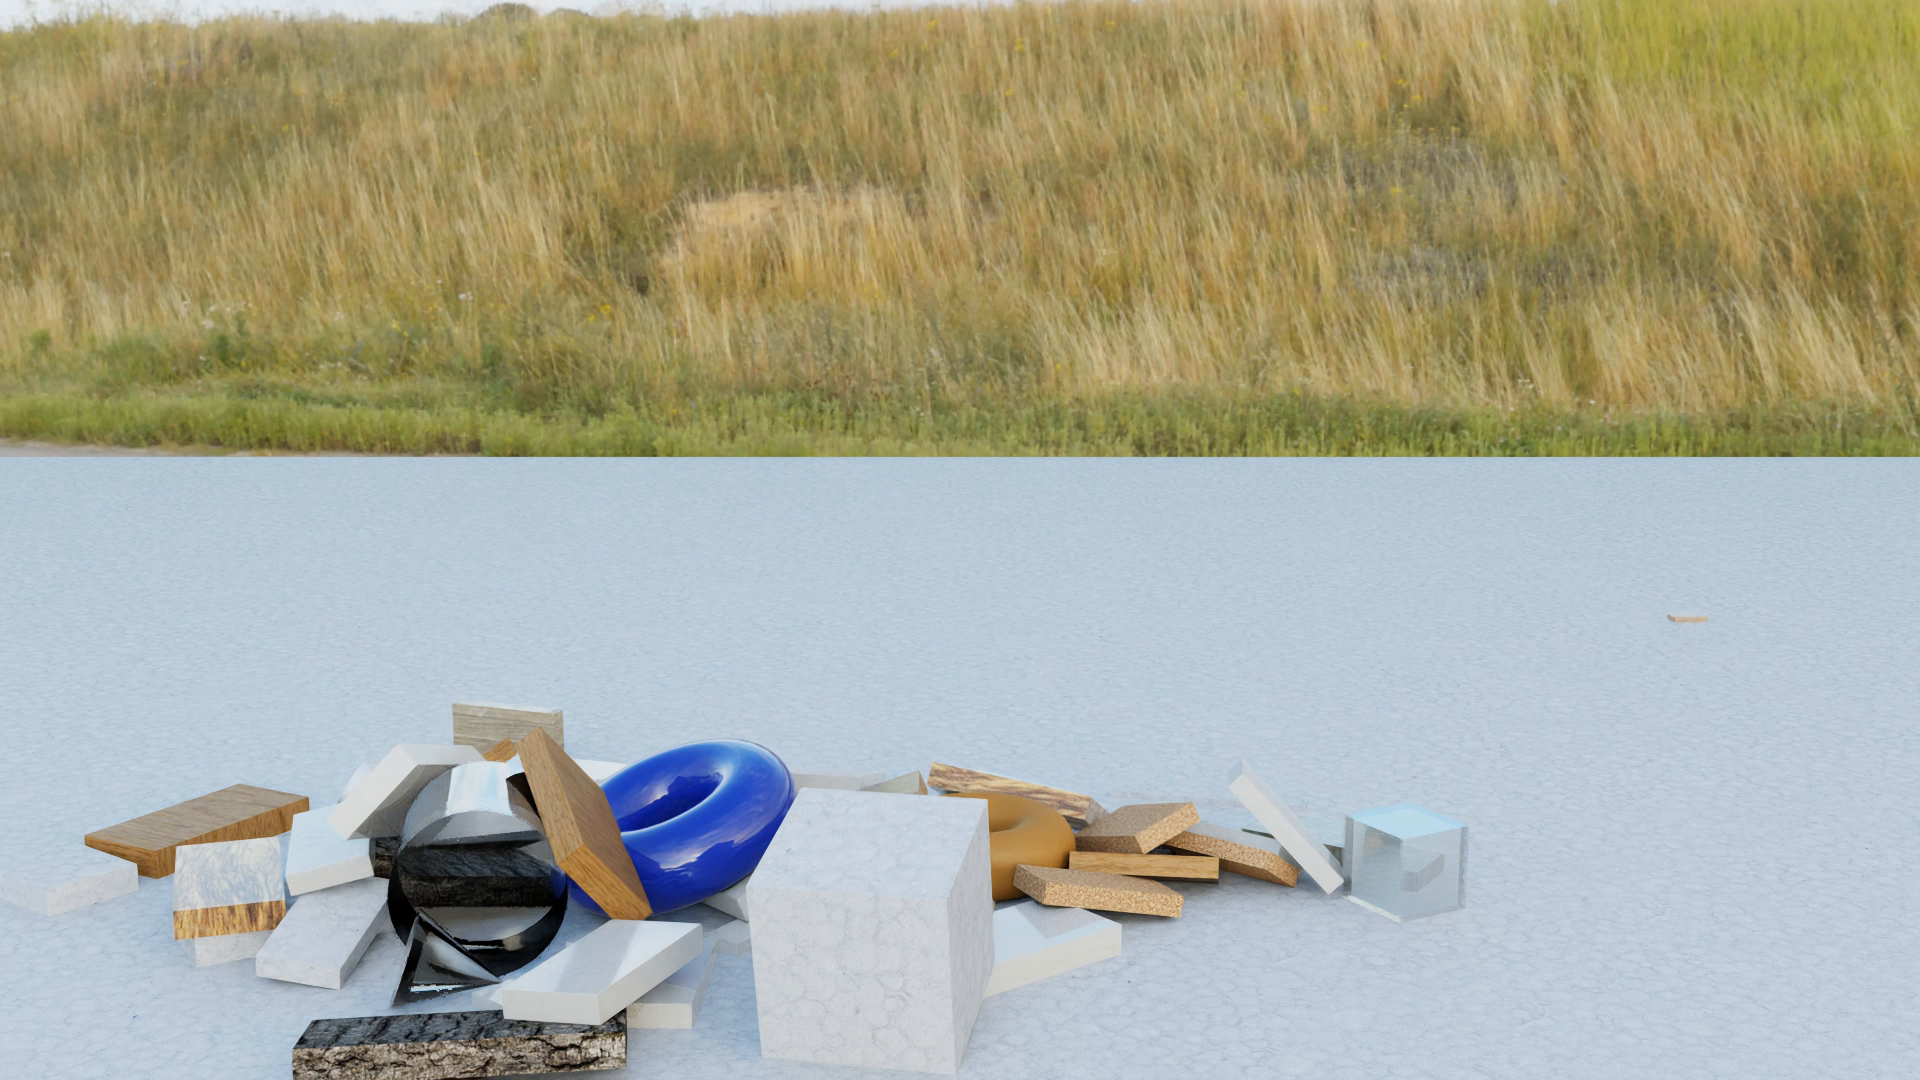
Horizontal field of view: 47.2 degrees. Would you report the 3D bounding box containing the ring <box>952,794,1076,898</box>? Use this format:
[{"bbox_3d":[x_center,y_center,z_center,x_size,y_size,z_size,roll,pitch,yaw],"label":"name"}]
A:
[{"bbox_3d":[0.029,0.520,3.744,0.337,0.112,0.337,0,11,0],"label":"ring"}]

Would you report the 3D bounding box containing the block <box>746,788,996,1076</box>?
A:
[{"bbox_3d":[-0.116,0.538,3.062,0.273,0.273,0.273,2,23,12],"label":"block"}]

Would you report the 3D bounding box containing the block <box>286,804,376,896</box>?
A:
[{"bbox_3d":[-1.005,0.487,3.523,0.128,0.036,0.256,-13,17,-10],"label":"block"}]

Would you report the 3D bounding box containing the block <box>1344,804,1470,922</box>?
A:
[{"bbox_3d":[0.732,0.529,3.613,0.140,0.140,0.140,-6,12,-29],"label":"block"}]

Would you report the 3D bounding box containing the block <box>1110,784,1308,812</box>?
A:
[{"bbox_3d":[0.472,0.490,4.174,0.371,0.013,0.046,3,11,15],"label":"block"}]

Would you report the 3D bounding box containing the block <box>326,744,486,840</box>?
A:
[{"bbox_3d":[-0.884,0.404,3.543,0.046,0.162,0.323,44,1,10],"label":"block"}]

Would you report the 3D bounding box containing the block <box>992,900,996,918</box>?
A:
[{"bbox_3d":[-0.115,0.517,3.474,0.150,0.043,0.374,-7,25,-34],"label":"block"}]

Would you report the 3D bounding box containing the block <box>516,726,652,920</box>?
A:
[{"bbox_3d":[-0.588,0.445,3.423,0.050,0.175,0.350,-38,33,-1],"label":"block"}]

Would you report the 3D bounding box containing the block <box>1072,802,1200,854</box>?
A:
[{"bbox_3d":[0.297,0.495,3.764,0.122,0.035,0.245,-26,3,-25],"label":"block"}]

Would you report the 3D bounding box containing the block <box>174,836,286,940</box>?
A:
[{"bbox_3d":[-1.160,0.549,3.491,0.162,0.046,0.323,-4,11,-18],"label":"block"}]

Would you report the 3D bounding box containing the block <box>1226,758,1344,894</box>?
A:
[{"bbox_3d":[0.545,0.479,3.694,0.035,0.245,0.122,-43,0,9],"label":"block"}]

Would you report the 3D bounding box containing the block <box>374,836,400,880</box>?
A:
[{"bbox_3d":[-0.858,0.528,3.680,0.353,0.050,0.176,6,6,-34],"label":"block"}]

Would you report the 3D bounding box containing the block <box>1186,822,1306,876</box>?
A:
[{"bbox_3d":[0.479,0.524,3.775,0.214,0.030,0.107,9,-18,38],"label":"block"}]

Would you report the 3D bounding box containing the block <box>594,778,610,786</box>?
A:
[{"bbox_3d":[-0.768,0.484,3.862,0.338,0.048,0.169,-4,-25,-18],"label":"block"}]

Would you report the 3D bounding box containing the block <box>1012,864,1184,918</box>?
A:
[{"bbox_3d":[0.223,0.565,3.544,0.245,0.035,0.122,9,2,-22],"label":"block"}]

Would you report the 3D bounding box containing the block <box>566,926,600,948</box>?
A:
[{"bbox_3d":[-0.517,0.610,3.314,0.140,0.020,0.070,1,12,31],"label":"block"}]

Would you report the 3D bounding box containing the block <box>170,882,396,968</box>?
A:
[{"bbox_3d":[-1.056,0.595,3.504,0.353,0.050,0.176,-6,12,-31],"label":"block"}]

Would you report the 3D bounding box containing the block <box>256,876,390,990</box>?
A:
[{"bbox_3d":[-0.966,0.593,3.371,0.128,0.036,0.256,9,22,3],"label":"block"}]

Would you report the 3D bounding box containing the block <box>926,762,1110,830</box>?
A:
[{"bbox_3d":[0.106,0.466,3.958,0.301,0.043,0.150,10,-15,21],"label":"block"}]

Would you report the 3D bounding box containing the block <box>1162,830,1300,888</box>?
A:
[{"bbox_3d":[0.456,0.537,3.729,0.214,0.030,0.107,9,-18,39],"label":"block"}]

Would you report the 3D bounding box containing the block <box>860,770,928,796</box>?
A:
[{"bbox_3d":[-0.202,0.490,3.716,0.300,0.042,0.150,-19,24,8],"label":"block"}]

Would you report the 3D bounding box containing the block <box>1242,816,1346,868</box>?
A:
[{"bbox_3d":[0.635,0.532,3.889,0.245,0.035,0.122,7,13,33],"label":"block"}]

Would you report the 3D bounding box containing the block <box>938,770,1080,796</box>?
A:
[{"bbox_3d":[0.092,0.484,4.144,0.245,0.035,0.122,8,13,38],"label":"block"}]

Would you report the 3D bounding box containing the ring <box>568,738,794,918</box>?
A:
[{"bbox_3d":[-0.471,0.472,3.633,0.420,0.140,0.420,-18,20,7],"label":"ring"}]

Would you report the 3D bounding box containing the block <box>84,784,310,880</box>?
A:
[{"bbox_3d":[-1.357,0.516,3.929,0.176,0.050,0.353,6,12,28],"label":"block"}]

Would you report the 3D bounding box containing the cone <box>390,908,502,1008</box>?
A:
[{"bbox_3d":[-0.739,0.628,3.215,0.147,0.147,0.147,18,7,-13],"label":"cone"}]

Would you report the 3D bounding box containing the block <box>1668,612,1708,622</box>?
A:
[{"bbox_3d":[1.895,0.202,5.724,0.092,0.013,0.046,-1,11,-6],"label":"block"}]

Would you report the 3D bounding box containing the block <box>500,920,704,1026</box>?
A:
[{"bbox_3d":[-0.500,0.607,3.108,0.150,0.043,0.301,-1,9,21],"label":"block"}]

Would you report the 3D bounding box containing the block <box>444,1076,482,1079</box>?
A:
[{"bbox_3d":[-0.687,0.733,2.831,0.175,0.025,0.087,-9,14,-40],"label":"block"}]

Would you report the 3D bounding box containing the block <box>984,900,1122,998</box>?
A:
[{"bbox_3d":[0.065,0.624,3.354,0.338,0.048,0.169,-9,14,-39],"label":"block"}]

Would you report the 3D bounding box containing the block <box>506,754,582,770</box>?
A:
[{"bbox_3d":[-0.886,0.474,4.068,0.338,0.048,0.169,-18,20,-42],"label":"block"}]

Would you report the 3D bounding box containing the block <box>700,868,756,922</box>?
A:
[{"bbox_3d":[-0.375,0.540,3.630,0.150,0.042,0.300,-30,21,-29],"label":"block"}]

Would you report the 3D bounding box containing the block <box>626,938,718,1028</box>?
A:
[{"bbox_3d":[-0.441,0.650,3.243,0.130,0.037,0.260,0,11,2],"label":"block"}]

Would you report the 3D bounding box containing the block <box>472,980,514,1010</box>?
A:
[{"bbox_3d":[-0.634,0.671,3.179,0.139,0.020,0.070,9,14,40],"label":"block"}]

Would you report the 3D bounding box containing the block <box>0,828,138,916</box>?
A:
[{"bbox_3d":[-1.554,0.558,3.717,0.323,0.046,0.162,8,13,37],"label":"block"}]

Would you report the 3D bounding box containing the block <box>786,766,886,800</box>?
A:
[{"bbox_3d":[-0.324,0.435,3.927,0.350,0.050,0.175,1,-3,13],"label":"block"}]

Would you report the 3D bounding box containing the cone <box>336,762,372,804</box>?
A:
[{"bbox_3d":[-0.973,0.522,3.777,0.212,0.212,0.212,26,9,-5],"label":"cone"}]

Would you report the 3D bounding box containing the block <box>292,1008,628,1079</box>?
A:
[{"bbox_3d":[-0.666,0.680,2.968,0.427,0.050,0.175,-1,0,-8],"label":"block"}]

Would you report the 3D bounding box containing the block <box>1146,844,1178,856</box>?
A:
[{"bbox_3d":[0.347,0.537,3.872,0.107,0.030,0.214,6,12,29],"label":"block"}]

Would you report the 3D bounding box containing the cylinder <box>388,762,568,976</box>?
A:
[{"bbox_3d":[-0.739,0.506,3.403,0.263,0.263,0.263,-2,11,-9],"label":"cylinder"}]

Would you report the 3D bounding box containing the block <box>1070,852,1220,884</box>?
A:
[{"bbox_3d":[0.310,0.548,3.679,0.245,0.035,0.122,1,-12,7],"label":"block"}]

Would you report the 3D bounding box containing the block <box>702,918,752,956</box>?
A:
[{"bbox_3d":[-0.333,0.618,3.465,0.070,0.020,0.139,7,12,32],"label":"block"}]

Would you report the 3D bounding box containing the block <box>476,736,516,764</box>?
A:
[{"bbox_3d":[-0.923,0.437,3.972,0.128,0.036,0.273,-20,8,21],"label":"block"}]

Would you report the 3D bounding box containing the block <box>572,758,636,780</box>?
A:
[{"bbox_3d":[-0.725,0.462,4.269,0.236,0.033,0.118,3,11,18],"label":"block"}]

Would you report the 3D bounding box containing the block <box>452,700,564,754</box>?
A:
[{"bbox_3d":[-0.907,0.391,4.416,0.236,0.118,0.033,4,11,20],"label":"block"}]
